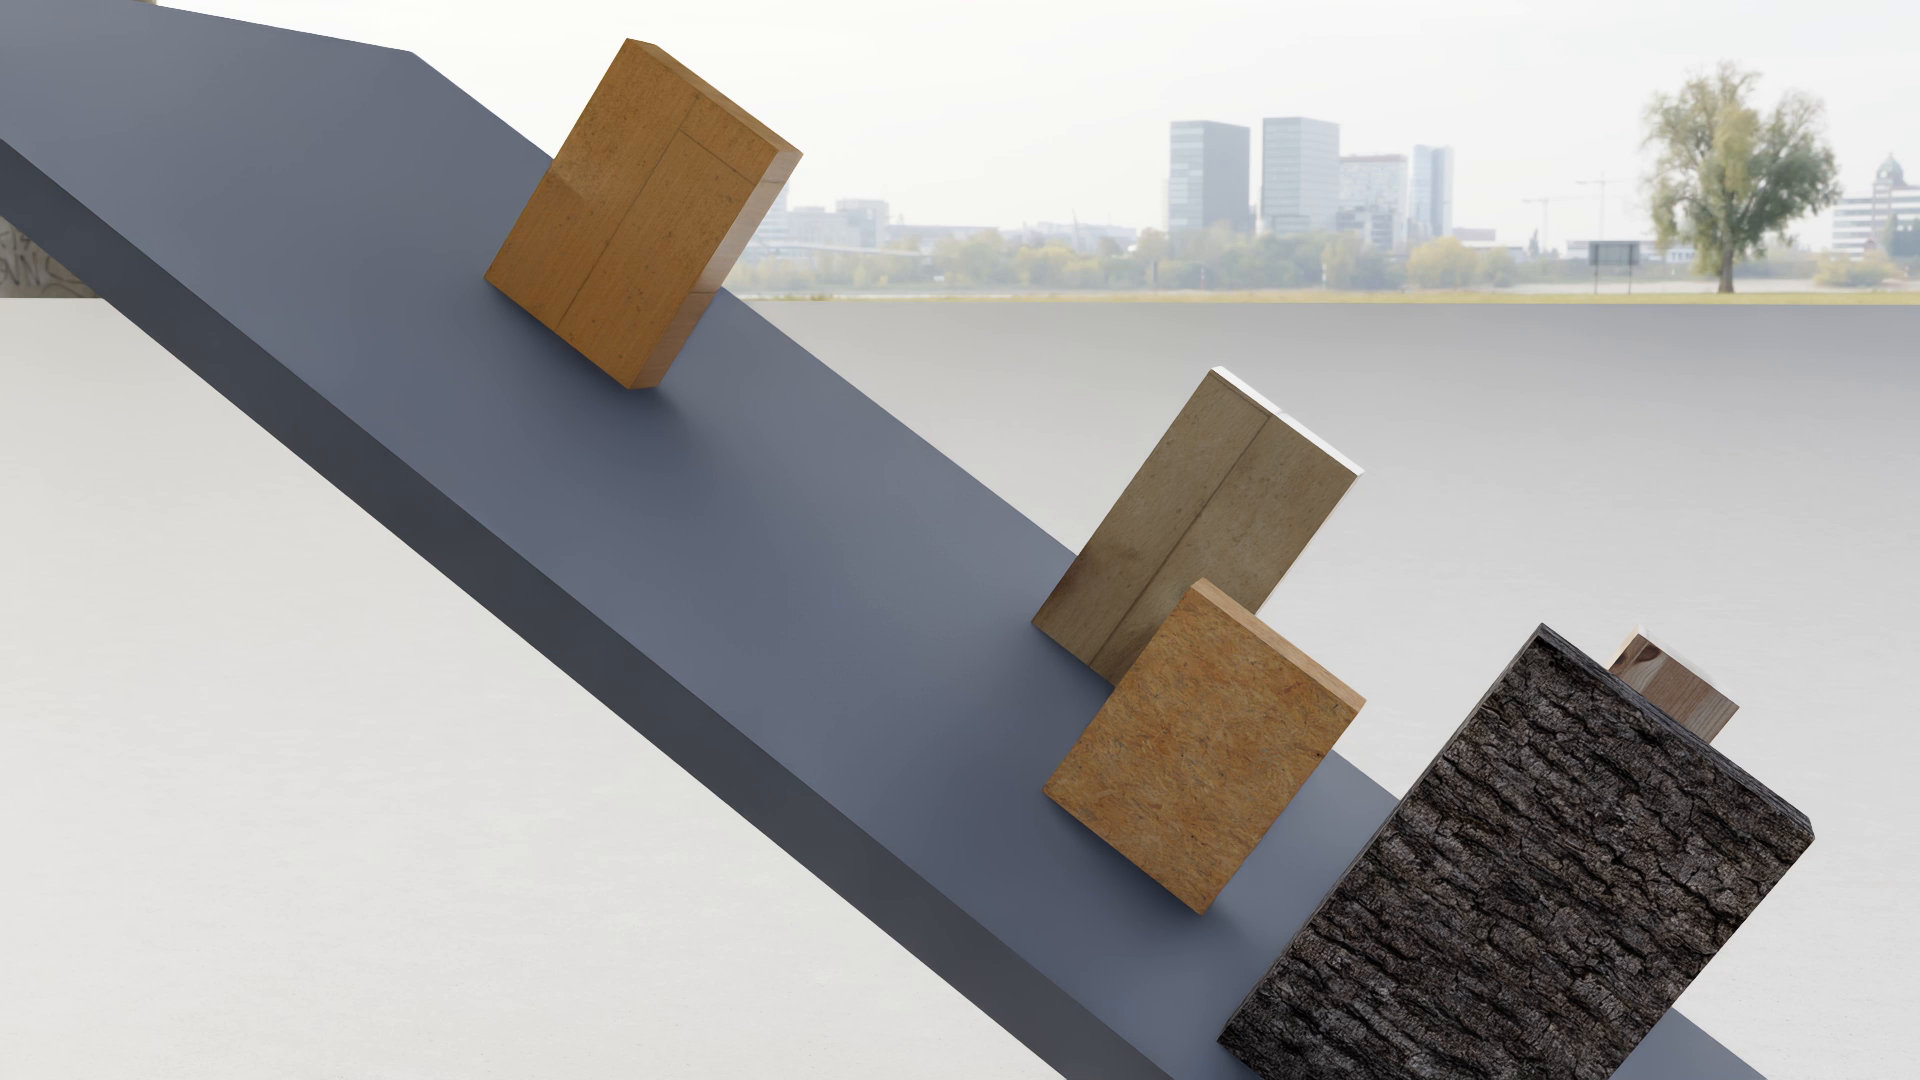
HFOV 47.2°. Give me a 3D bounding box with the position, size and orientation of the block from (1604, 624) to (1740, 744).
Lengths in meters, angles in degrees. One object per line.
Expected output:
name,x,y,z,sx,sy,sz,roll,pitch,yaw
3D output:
block,1.308,0.505,4.561,0.244,0.636,0.134,37,16,10

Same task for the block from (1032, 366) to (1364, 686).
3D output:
block,0.461,0.014,4.307,0.345,0.619,0.109,37,16,10

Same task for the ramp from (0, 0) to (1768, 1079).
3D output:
ramp,-0.090,0.161,4.082,4.000,0.100,2.000,37,16,10

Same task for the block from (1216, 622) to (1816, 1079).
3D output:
block,0.765,0.551,3.087,0.442,0.749,0.119,37,16,10

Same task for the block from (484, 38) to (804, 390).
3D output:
block,-0.598,-0.610,4.139,0.364,0.535,0.128,37,16,10

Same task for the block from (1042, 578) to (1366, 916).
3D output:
block,0.394,0.334,3.576,0.329,0.426,0.109,37,16,10
